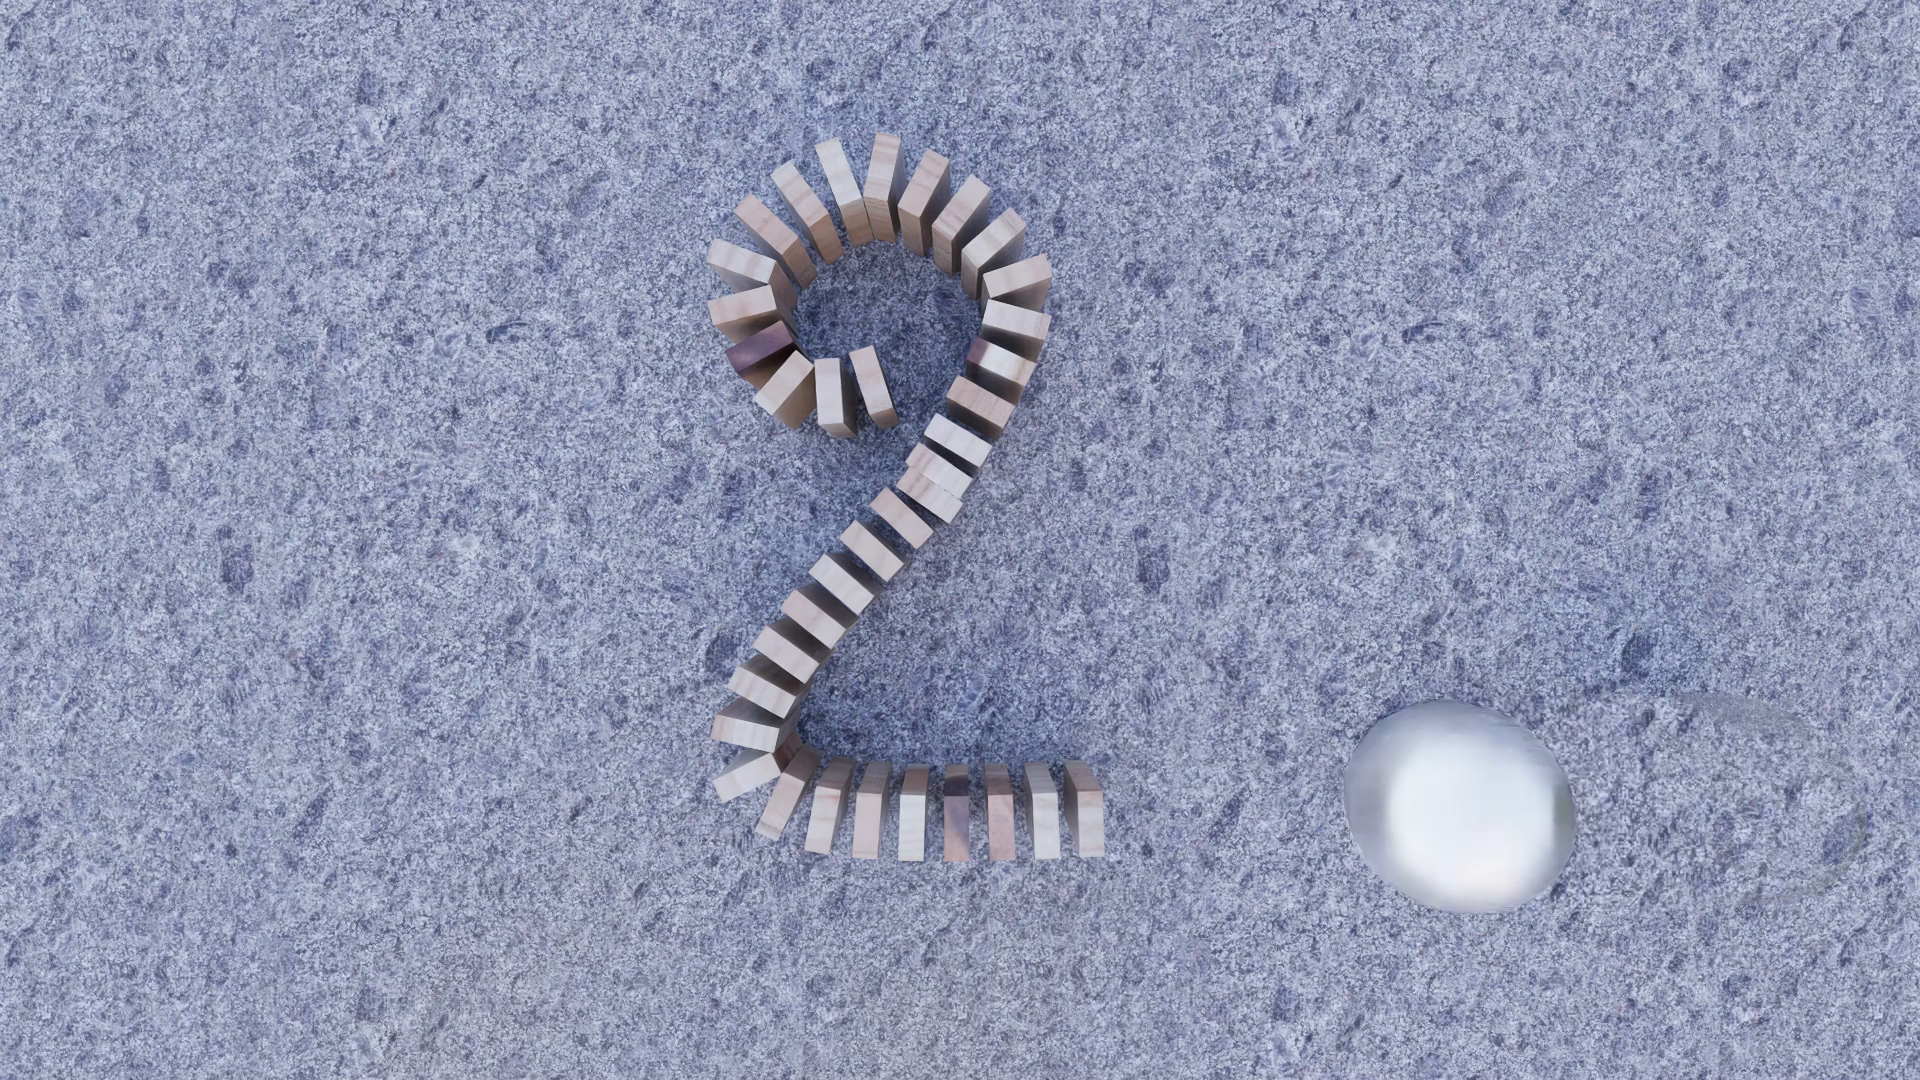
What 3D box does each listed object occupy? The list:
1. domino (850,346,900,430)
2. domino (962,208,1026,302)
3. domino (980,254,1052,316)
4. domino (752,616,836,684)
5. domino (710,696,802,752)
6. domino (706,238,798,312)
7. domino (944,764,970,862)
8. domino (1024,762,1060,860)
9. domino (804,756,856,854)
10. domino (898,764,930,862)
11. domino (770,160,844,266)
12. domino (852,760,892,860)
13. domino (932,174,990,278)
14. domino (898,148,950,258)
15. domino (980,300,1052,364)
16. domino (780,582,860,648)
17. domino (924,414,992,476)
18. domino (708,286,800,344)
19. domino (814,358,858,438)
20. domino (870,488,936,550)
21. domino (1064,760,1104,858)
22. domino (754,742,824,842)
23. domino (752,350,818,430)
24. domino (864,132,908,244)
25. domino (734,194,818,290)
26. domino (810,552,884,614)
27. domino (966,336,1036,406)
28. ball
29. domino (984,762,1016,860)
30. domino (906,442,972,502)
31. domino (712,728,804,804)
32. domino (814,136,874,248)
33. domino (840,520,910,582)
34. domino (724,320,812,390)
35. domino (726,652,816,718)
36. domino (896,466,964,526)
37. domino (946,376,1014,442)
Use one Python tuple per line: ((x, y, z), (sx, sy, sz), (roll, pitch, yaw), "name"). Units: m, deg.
((-0.034, -0.061, 0.375), (0.009, 0.050, 0.025), (-18, 90, 0), "domino")
((0.013, -0.116, 0.375), (0.025, 0.050, 0.009), (-41, 90, 0), "domino")
((0.022, -0.101, 0.375), (0.025, 0.050, 0.010), (-19, 90, 0), "domino")
((-0.067, 0.044, 0.375), (0.025, 0.050, 0.010), (36, 90, 0), "domino")
((-0.082, 0.074, 0.375), (0.025, 0.050, 0.009), (13, 90, 0), "domino")
((-0.084, -0.107, 0.375), (0.025, 0.050, 0.009), (20, 90, 0), "domino")
((-0.001, 0.110, 0.375), (0.009, 0.050, 0.025), (-1, 90, 0), "domino")
((0.033, 0.109, 0.375), (0.009, 0.050, 0.025), (-3, 90, 0), "domino")
((-0.053, 0.107, 0.375), (0.009, 0.050, 0.025), (11, 90, 0), "domino")
((-0.018, 0.110, 0.375), (0.010, 0.050, 0.025), (2, 90, 0), "domino")
((-0.061, -0.132, 0.375), (0.010, 0.050, 0.025), (-37, 90, 0), "domino")
((-0.036, 0.109, 0.375), (0.009, 0.050, 0.025), (4, 90, 0), "domino")
((0.000, -0.127, 0.375), (0.010, 0.050, 0.025), (37, 90, 0), "domino")
((-0.014, -0.136, 0.375), (0.009, 0.050, 0.025), (28, 90, 0), "domino")
((0.022, -0.084, 0.375), (0.025, 0.050, 0.010), (15, 90, 0), "domino")
((-0.056, 0.030, 0.375), (0.025, 0.050, 0.010), (38, 90, 0), "domino")
((-0.001, -0.038, 0.375), (0.025, 0.050, 0.009), (31, 90, 0), "domino")
((-0.083, -0.090, 0.375), (0.025, 0.050, 0.010), (-15, 90, 0), "domino")
((-0.050, -0.057, 0.375), (0.009, 0.050, 0.025), (-4, 90, 0), "domino")
((-0.022, -0.008, 0.375), (0.025, 0.050, 0.009), (43, 90, 0), "domino")
((0.050, 0.109, 0.375), (0.010, 0.050, 0.025), (-2, 90, 0), "domino")
((-0.069, 0.102, 0.375), (0.010, 0.050, 0.025), (26, 90, 0), "domino")
((-0.067, -0.060, 0.375), (0.010, 0.050, 0.025), (41, 90, 0), "domino")
((-0.030, -0.143, 0.375), (0.009, 0.050, 0.025), (12, 90, 0), "domino")
((-0.074, -0.121, 0.375), (0.025, 0.050, 0.010), (42, 90, 0), "domino")
((-0.045, 0.017, 0.375), (0.025, 0.050, 0.010), (41, 90, 0), "domino")
((0.016, -0.068, 0.375), (0.025, 0.050, 0.009), (25, 90, 0), "domino")
((0.194, 0.104, 0.360), (0.080, 0.080, 0.080), (0, 90, 0), "ball")
((0.016, 0.110, 0.375), (0.010, 0.050, 0.025), (-2, 90, 0), "domino")
((-0.008, -0.026, 0.375), (0.025, 0.050, 0.009), (35, 90, 0), "domino")
((-0.081, 0.091, 0.375), (0.025, 0.050, 0.010), (-26, 90, 0), "domino")
((-0.047, -0.141, 0.375), (0.009, 0.050, 0.025), (-22, 90, 0), "domino")
((-0.034, 0.004, 0.375), (0.025, 0.050, 0.009), (42, 90, 0), "domino")
((-0.077, -0.074, 0.375), (0.025, 0.050, 0.009), (-29, 90, 0), "domino")
((-0.076, 0.058, 0.375), (0.025, 0.050, 0.009), (29, 90, 0), "domino")
((-0.012, -0.017, 0.375), (0.025, 0.050, 0.009), (35, 90, 0), "domino")
((0.008, -0.053, 0.375), (0.025, 0.050, 0.010), (29, 90, 0), "domino")
